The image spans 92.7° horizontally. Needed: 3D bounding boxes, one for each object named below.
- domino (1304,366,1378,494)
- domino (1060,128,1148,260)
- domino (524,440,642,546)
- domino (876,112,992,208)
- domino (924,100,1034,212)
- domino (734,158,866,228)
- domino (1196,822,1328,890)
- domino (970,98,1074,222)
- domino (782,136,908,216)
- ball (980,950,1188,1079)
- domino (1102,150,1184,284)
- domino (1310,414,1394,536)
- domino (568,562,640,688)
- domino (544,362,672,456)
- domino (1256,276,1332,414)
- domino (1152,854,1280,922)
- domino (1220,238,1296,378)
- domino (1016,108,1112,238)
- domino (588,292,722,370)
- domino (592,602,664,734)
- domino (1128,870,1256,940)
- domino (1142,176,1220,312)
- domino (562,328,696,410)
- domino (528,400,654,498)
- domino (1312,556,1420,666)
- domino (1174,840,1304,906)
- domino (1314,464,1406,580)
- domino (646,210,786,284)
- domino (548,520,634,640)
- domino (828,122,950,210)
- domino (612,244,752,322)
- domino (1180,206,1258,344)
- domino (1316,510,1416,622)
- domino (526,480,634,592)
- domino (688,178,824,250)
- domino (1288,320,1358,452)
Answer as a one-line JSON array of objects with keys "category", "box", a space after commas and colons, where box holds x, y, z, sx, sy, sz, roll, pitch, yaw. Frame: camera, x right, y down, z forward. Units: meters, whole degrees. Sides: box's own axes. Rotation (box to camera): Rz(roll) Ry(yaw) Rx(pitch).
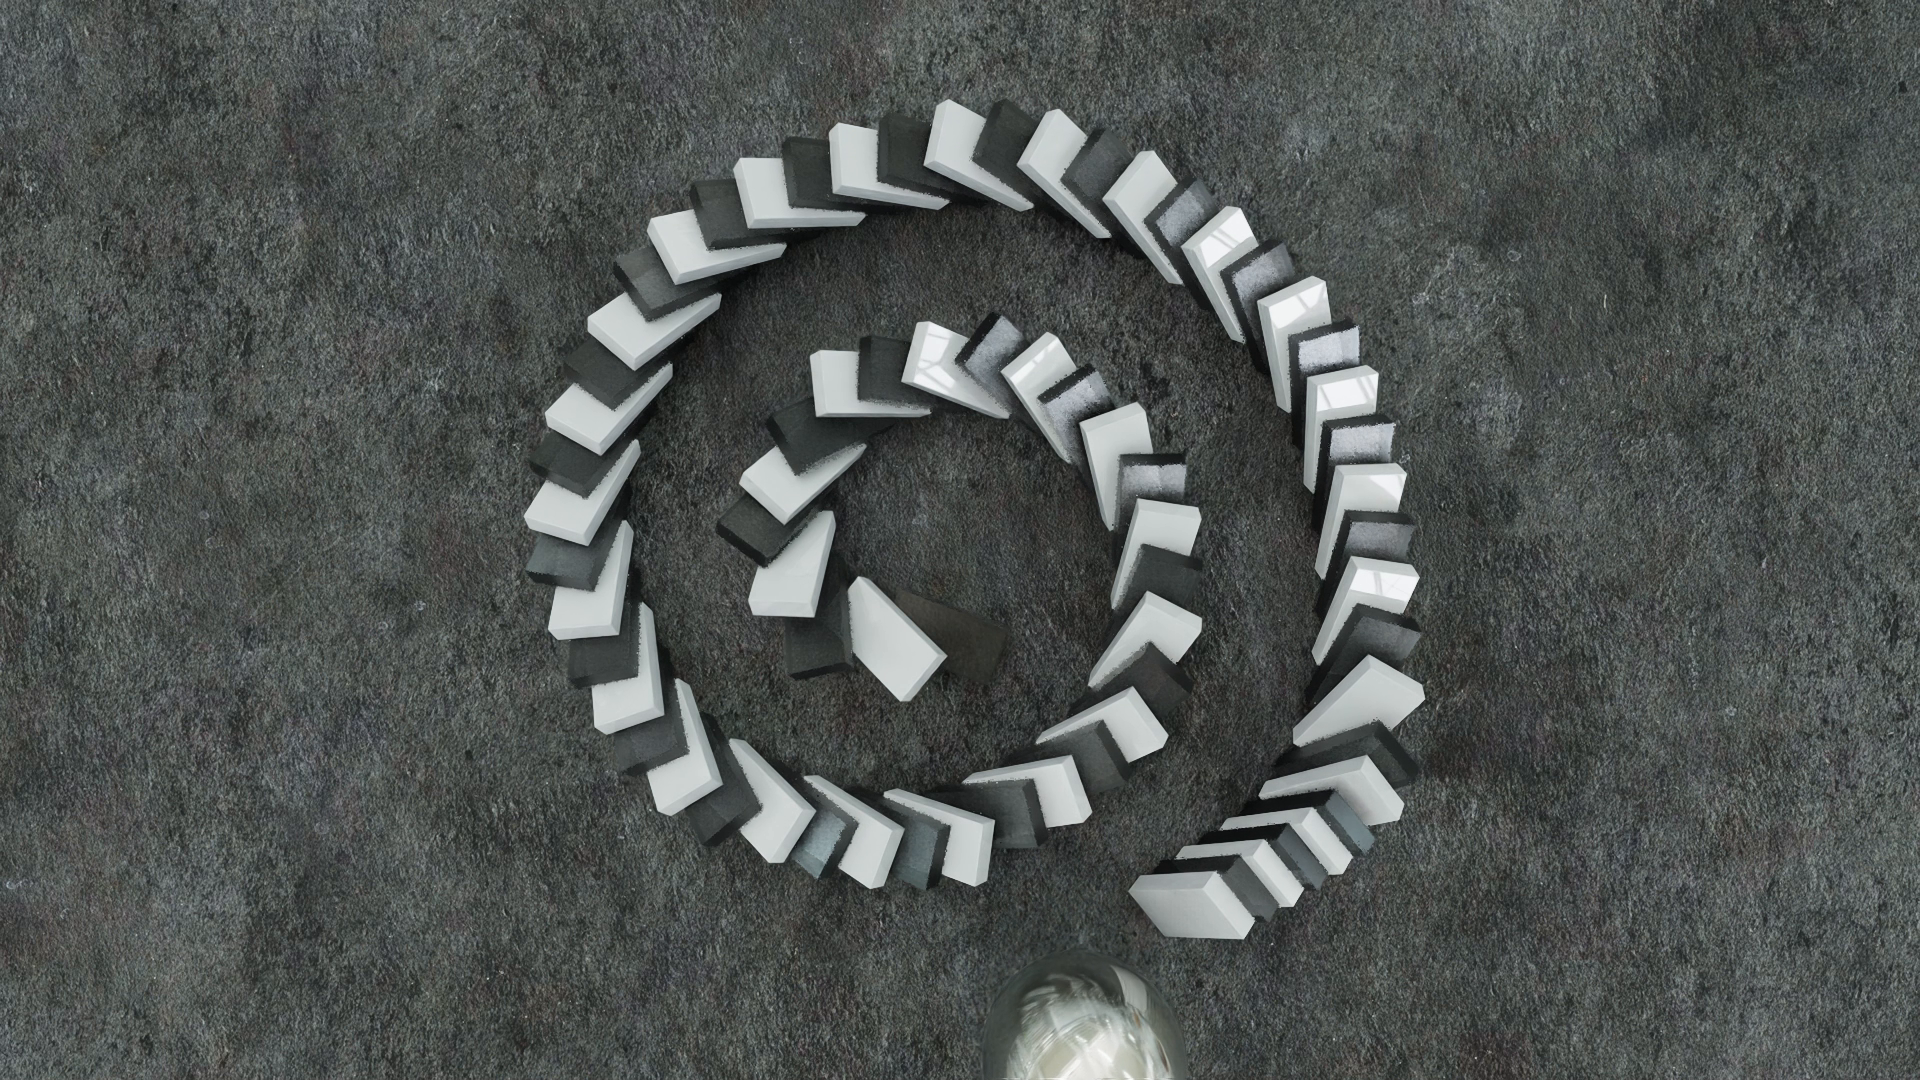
[{"category": "domino", "box": [0.158, -0.046, 0.383, 0.025, 0.009, 0.050, -12, 121, -1]}, {"category": "domino", "box": [0.067, -0.144, 0.383, 0.050, 0.009, 0.025, 34, 90, -31]}, {"category": "domino", "box": [-0.157, -0.024, 0.383, 0.025, 0.010, 0.050, 17, 58, 0]}, {"category": "domino", "box": [-0.010, -0.158, 0.383, 0.050, 0.010, 0.025, 2, 90, -31]}, {"category": "domino", "box": [0.011, -0.160, 0.383, 0.050, 0.010, 0.025, 13, 90, -32]}, {"category": "domino", "box": [-0.066, -0.145, 0.383, 0.050, 0.010, 0.025, -14, 89, -31]}, {"category": "domino", "box": [0.122, 0.131, 0.376, 0.010, 0.050, 0.025, -39, 90, -33]}, {"category": "domino", "box": [0.031, -0.158, 0.383, 0.050, 0.010, 0.025, 23, 90, -32]}, {"category": "domino", "box": [-0.048, -0.151, 0.383, 0.050, 0.009, 0.025, -7, 90, -31]}, {"category": "ball", "box": [0.048, 0.205, 0.360, 0.080, 0.080, 0.080, 0, 90, 0]}, {"category": "domino", "box": [0.084, -0.134, 0.383, 0.050, 0.009, 0.025, 39, 90, -31]}, {"category": "domino", "box": [0.163, -0.026, 0.383, 0.025, 0.009, 0.050, -7, 121, 0]}, {"category": "domino", "box": [-0.148, 0.035, 0.383, 0.025, 0.009, 0.050, -11, 58, 0]}, {"category": "domino", "box": [-0.146, -0.061, 0.383, 0.025, 0.009, 0.050, 29, 58, 0]}, {"category": "domino", "box": [0.142, -0.081, 0.383, 0.025, 0.010, 0.050, -25, 122, 0]}, {"category": "domino", "box": [0.103, 0.144, 0.376, 0.010, 0.050, 0.025, -39, 90, -33]}, {"category": "domino", "box": [0.129, -0.096, 0.383, 0.025, 0.009, 0.050, -34, 121, 0]}, {"category": "domino", "box": [0.050, -0.152, 0.383, 0.050, 0.009, 0.025, 30, 89, -32]}, {"category": "domino", "box": [-0.127, -0.095, 0.383, 0.025, 0.010, 0.050, 41, 58, 0]}, {"category": "domino", "box": [-0.140, 0.053, 0.383, 0.025, 0.010, 0.050, -19, 58, 0]}, {"category": "domino", "box": [0.094, 0.150, 0.376, 0.009, 0.050, 0.025, -39, 90, -33]}, {"category": "domino", "box": [0.100, -0.123, 0.383, 0.025, 0.010, 0.050, -46, 121, 0]}, {"category": "domino", "box": [-0.137, -0.079, 0.383, 0.025, 0.010, 0.050, 37, 59, 0]}, {"category": "domino", "box": [-0.153, -0.044, 0.383, 0.025, 0.010, 0.050, 26, 58, 0]}, {"category": "domino", "box": [0.169, 0.032, 0.383, 0.025, 0.009, 0.050, 8, 121, 0]}, {"category": "domino", "box": [0.113, 0.137, 0.376, 0.009, 0.050, 0.025, -39, 90, -33]}, {"category": "domino", "box": [0.167, -0.007, 0.383, 0.025, 0.010, 0.050, -2, 121, 0]}, {"category": "domino", "box": [-0.101, -0.126, 0.383, 0.050, 0.009, 0.025, -28, 89, -32]}, {"category": "domino", "box": [-0.153, 0.016, 0.383, 0.025, 0.010, 0.050, -5, 58, 0]}, {"category": "domino", "box": [-0.029, -0.155, 0.383, 0.050, 0.009, 0.025, -4, 90, -31]}, {"category": "domino", "box": [-0.115, -0.113, 0.383, 0.050, 0.009, 0.025, -36, 90, -32]}, {"category": "domino", "box": [0.115, -0.110, 0.383, 0.025, 0.009, 0.050, -41, 121, 0]}, {"category": "domino", "box": [0.168, 0.012, 0.383, 0.025, 0.010, 0.050, 3, 121, 0]}, {"category": "domino", "box": [-0.158, -0.004, 0.383, 0.025, 0.009, 0.050, 9, 58, 0]}, {"category": "domino", "box": [-0.084, -0.137, 0.383, 0.050, 0.010, 0.025, -18, 89, -32]}, {"category": "domino", "box": [0.152, -0.064, 0.383, 0.025, 0.010, 0.050, -16, 121, -1]}]
